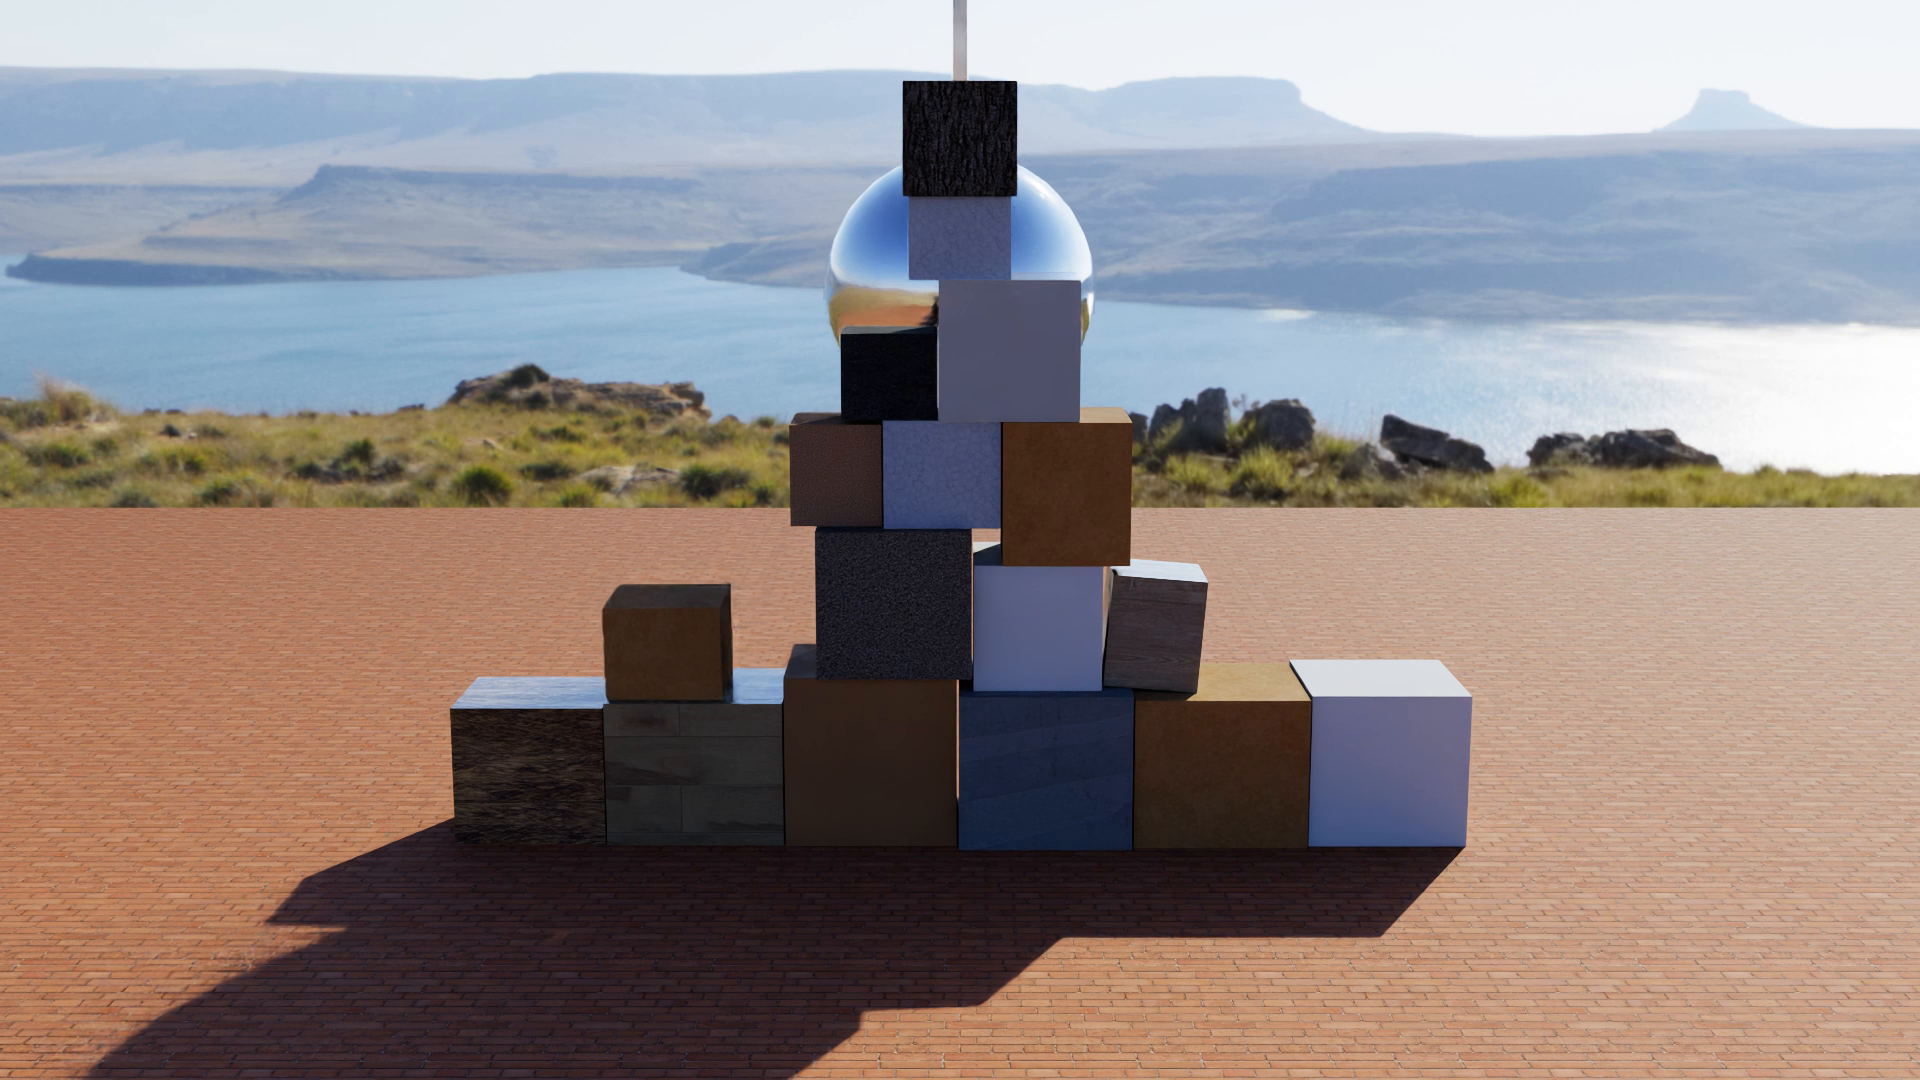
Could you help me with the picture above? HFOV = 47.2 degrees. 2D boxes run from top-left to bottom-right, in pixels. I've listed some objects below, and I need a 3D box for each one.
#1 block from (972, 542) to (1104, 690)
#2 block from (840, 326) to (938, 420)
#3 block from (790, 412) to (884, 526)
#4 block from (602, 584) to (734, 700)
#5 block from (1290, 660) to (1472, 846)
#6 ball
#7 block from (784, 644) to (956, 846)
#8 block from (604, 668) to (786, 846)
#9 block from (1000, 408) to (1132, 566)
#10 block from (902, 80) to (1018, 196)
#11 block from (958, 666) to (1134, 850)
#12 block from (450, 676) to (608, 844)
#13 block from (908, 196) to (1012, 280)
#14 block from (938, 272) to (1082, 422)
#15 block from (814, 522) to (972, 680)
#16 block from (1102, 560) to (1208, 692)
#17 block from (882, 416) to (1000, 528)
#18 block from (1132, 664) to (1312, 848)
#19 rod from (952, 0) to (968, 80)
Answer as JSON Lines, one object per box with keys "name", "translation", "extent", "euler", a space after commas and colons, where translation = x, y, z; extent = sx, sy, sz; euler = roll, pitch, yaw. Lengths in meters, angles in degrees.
{"name": "block", "translation": [0.389, 0.383, 11.264], "extent": [0.641, 0.639, 0.652], "euler": [0, 10, 0]}
{"name": "block", "translation": [-0.351, -0.842, 11.024], "extent": [0.471, 0.423, 0.452], "euler": [0, 10, 0]}
{"name": "block", "translation": [-0.615, -0.361, 11.134], "extent": [0.455, 0.507, 0.494], "euler": [0, 10, 0]}
{"name": "block", "translation": [-1.484, 0.517, 11.238], "extent": [0.584, 0.473, 0.536], "euler": [-1, 11, 0]}
{"name": "block", "translation": [2.152, 1.090, 11.394], "extent": [0.794, 0.778, 0.787], "euler": [0, 10, 0]}
{"name": "ball", "translation": [0.000, -1.490, 13.018], "extent": [1.600, 1.600, 1.600], "euler": [0, 10, 0]}
{"name": "block", "translation": [-0.447, 1.047, 11.375], "extent": [0.861, 0.871, 0.748], "euler": [0, 10, 0]}
{"name": "block", "translation": [-1.334, 1.112, 11.396], "extent": [0.891, 0.736, 0.747], "euler": [0, 10, 0]}
{"name": "block", "translation": [0.527, -0.278, 11.118], "extent": [0.632, 0.715, 0.636], "euler": [0, 10, 0]}
{"name": "block", "translation": [0.000, -1.975, 10.825], "extent": [0.549, 0.545, 0.605], "euler": [0, 10, 0]}
{"name": "block", "translation": [0.427, 1.086, 11.388], "extent": [0.868, 0.789, 0.896], "euler": [0, 10, 0]}
{"name": "block", "translation": [-2.169, 1.130, 11.373], "extent": [0.760, 0.707, 0.656], "euler": [0, 10, 0]}
{"name": "block", "translation": [0.000, -1.509, 10.903], "extent": [0.498, 0.400, 0.501], "euler": [0, 10, 0]}
{"name": "block", "translation": [0.240, -0.973, 10.999], "extent": [0.691, 0.689, 0.636], "euler": [0, 10, 0]}
{"name": "block", "translation": [-0.326, 0.258, 11.213], "extent": [0.769, 0.740, 0.775], "euler": [0, 10, 0]}
{"name": "block", "translation": [0.980, 0.430, 11.248], "extent": [0.475, 0.569, 0.476], "euler": [4, 10, -1]}
{"name": "block", "translation": [-0.088, -0.368, 11.094], "extent": [0.578, 0.535, 0.543], "euler": [0, 10, 0]}
{"name": "block", "translation": [1.308, 1.102, 11.375], "extent": [0.874, 0.763, 0.801], "euler": [0, 10, 0]}
{"name": "rod", "translation": [0.000, -4.419, 11.291], "extent": [0.080, 5.200, 0.080], "euler": [0, 31, 0]}
